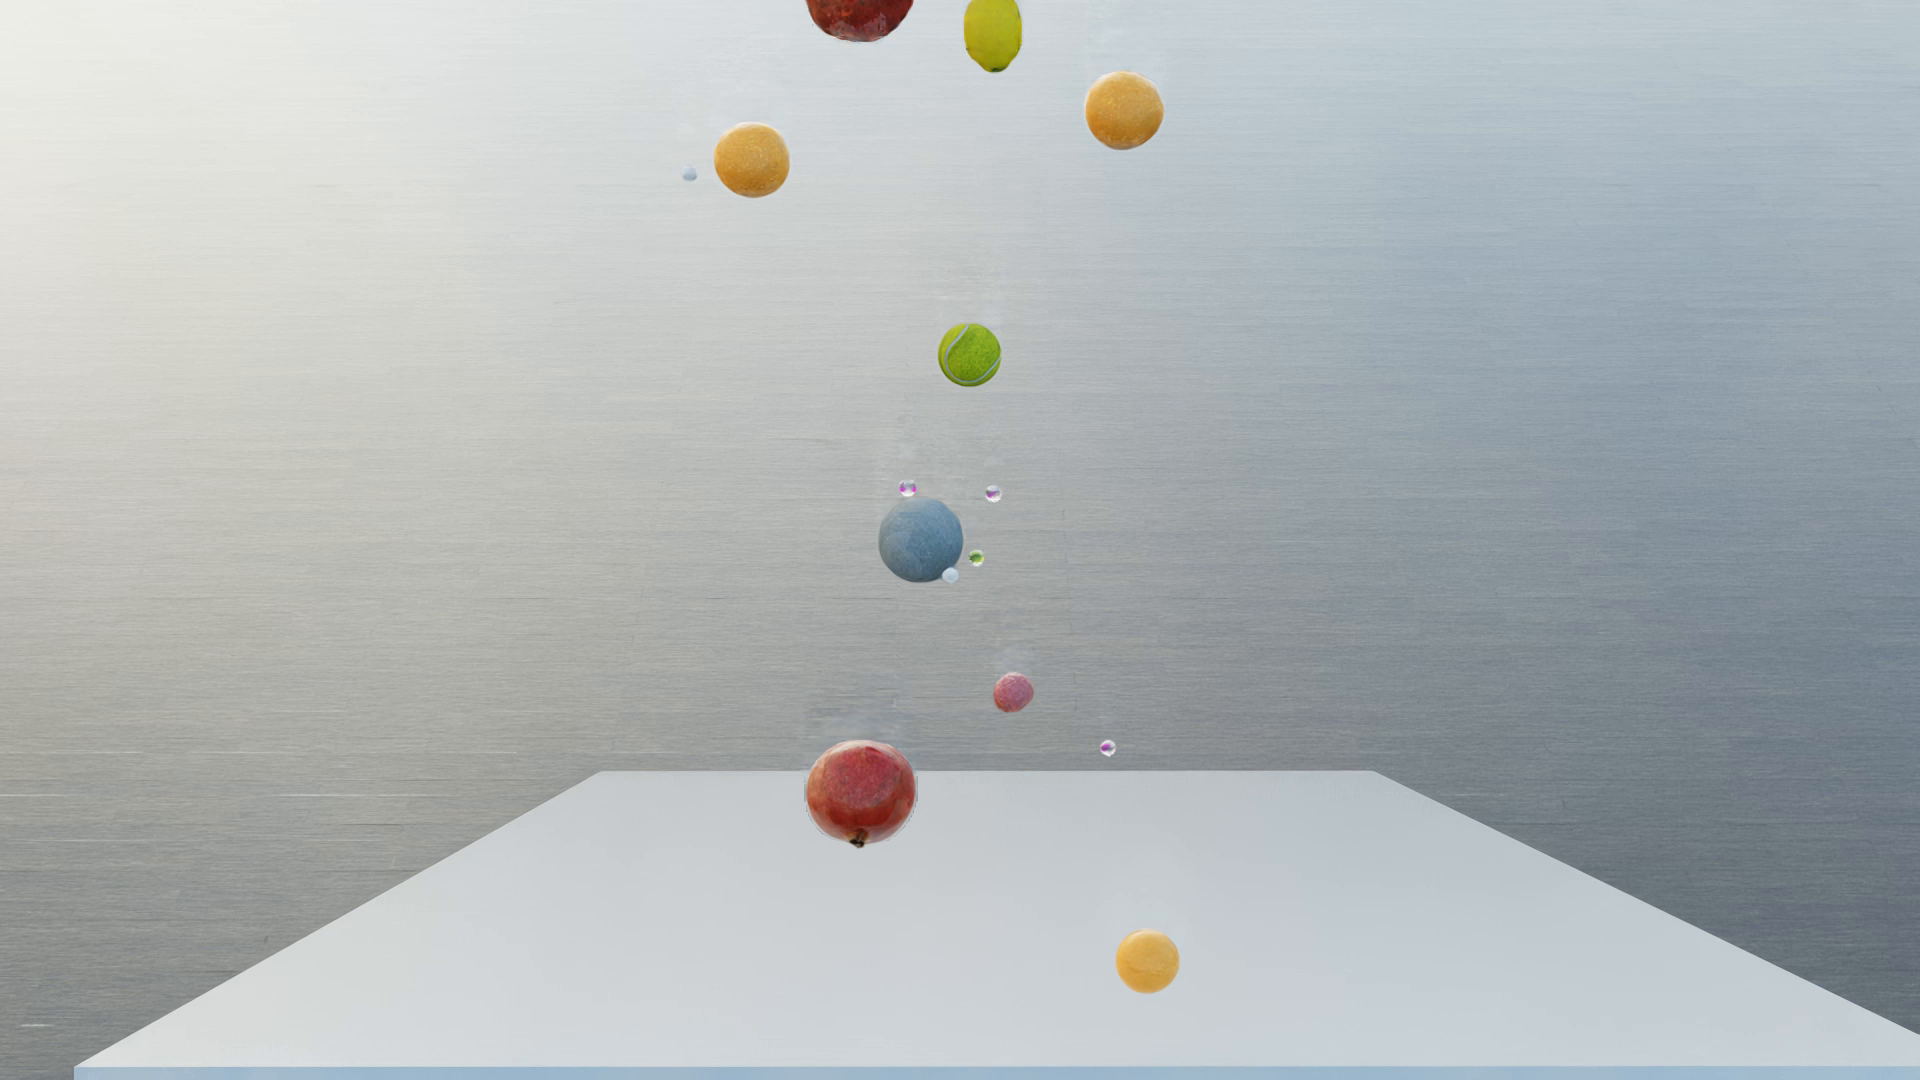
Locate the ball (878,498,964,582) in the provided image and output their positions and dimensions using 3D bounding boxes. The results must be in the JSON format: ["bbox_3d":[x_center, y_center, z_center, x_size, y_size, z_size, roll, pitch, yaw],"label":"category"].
[{"bbox_3d":[-0.042,0.000,2.747,0.091,0.091,0.091,0,32,0],"label":"ball"}]

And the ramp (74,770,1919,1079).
[{"bbox_3d":[0.071,0.625,4.714,2.000,0.100,4.000,0,-1,0],"label":"ramp"}]
